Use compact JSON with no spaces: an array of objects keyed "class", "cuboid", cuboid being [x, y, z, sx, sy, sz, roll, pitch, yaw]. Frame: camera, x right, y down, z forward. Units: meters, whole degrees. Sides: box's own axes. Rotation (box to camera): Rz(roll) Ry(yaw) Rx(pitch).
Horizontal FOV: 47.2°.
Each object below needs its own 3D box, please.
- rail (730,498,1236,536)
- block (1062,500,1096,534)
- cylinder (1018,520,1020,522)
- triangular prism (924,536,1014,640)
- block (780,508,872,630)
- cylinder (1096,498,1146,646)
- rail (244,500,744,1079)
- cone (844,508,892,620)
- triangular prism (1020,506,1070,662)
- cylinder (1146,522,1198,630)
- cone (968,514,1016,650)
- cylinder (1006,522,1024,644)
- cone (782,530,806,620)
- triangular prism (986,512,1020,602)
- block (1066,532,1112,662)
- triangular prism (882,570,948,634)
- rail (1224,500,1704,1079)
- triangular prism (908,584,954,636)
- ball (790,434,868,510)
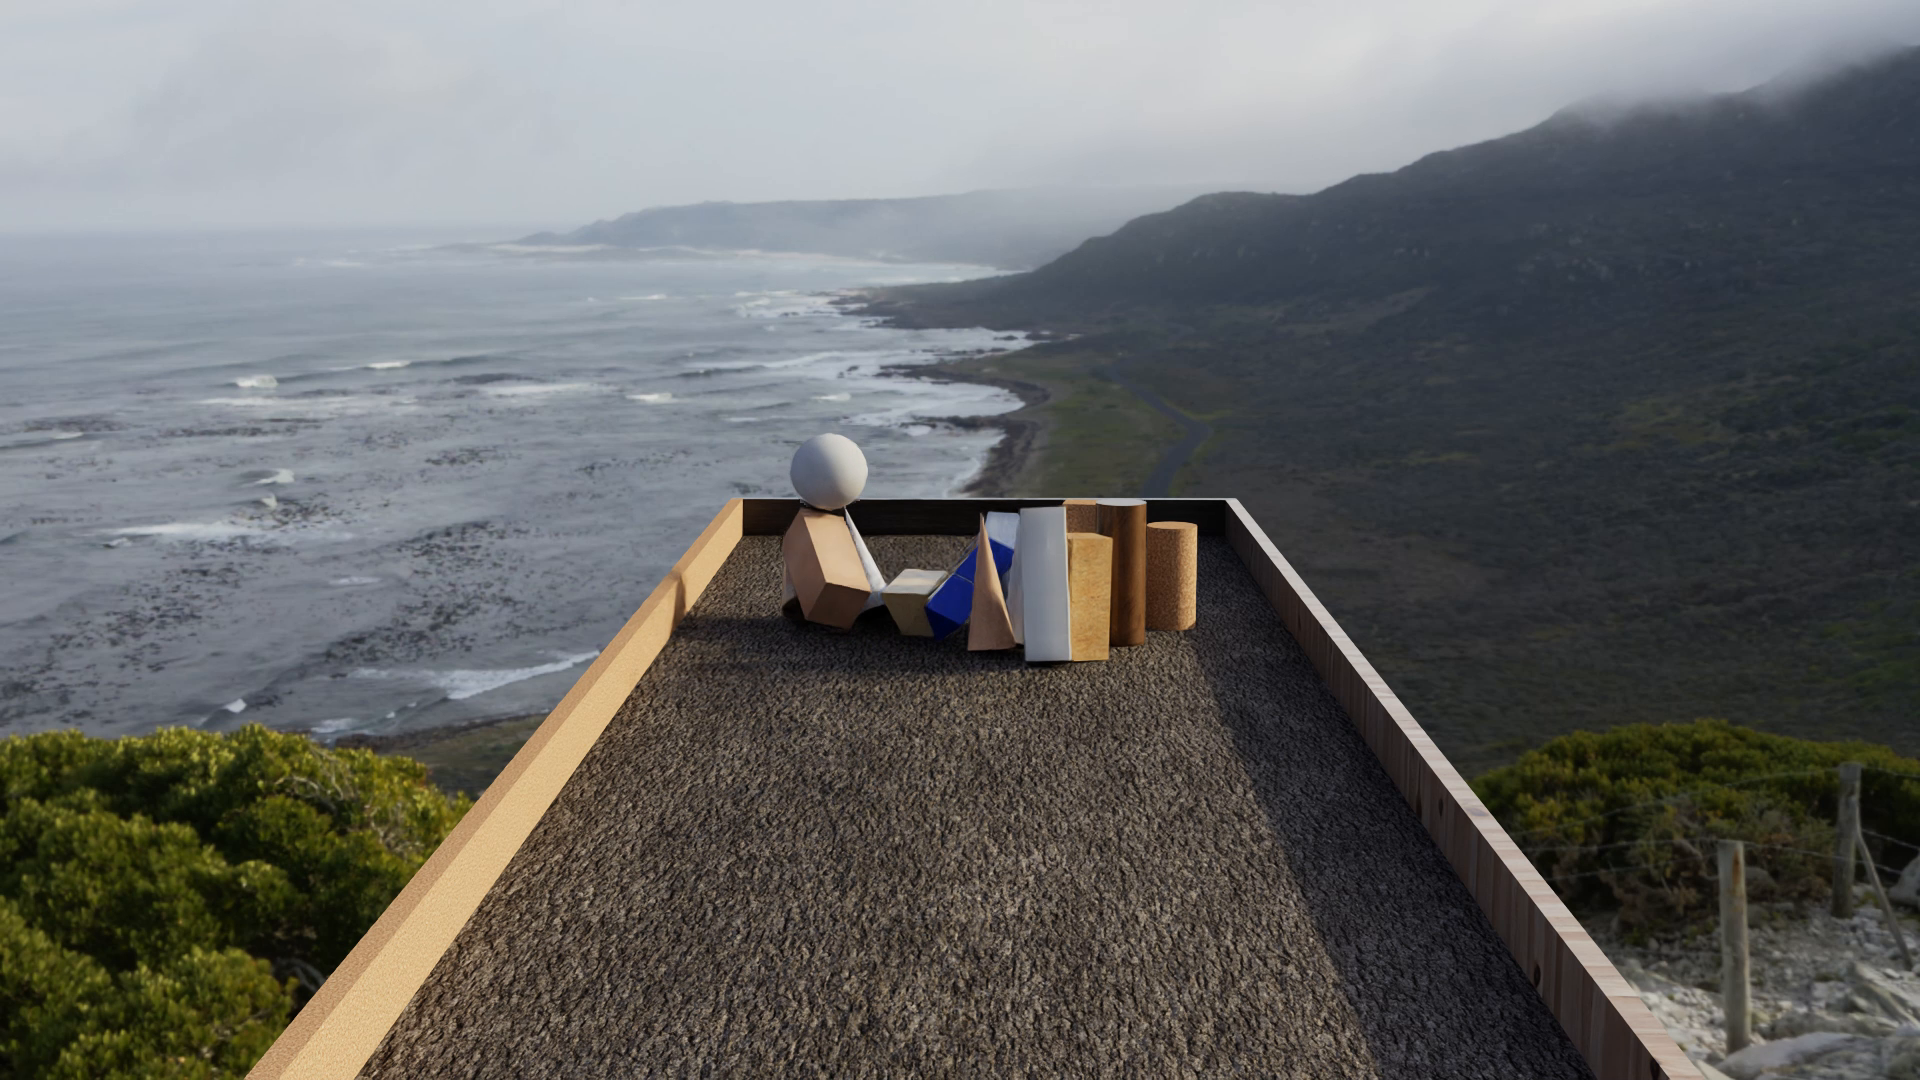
[{"class":"rail","cuboid":[0.099,-0.098,9.147,2.100,0.150,0.050,0,9,1]},{"class":"block","cuboid":[0.398,0.078,7.204,0.115,0.410,0.115,2,9,10]},{"class":"cylinder","cuboid":[0.249,0.122,7.027,0.157,0.355,0.157,4,-2,0]},{"class":"triangular prism","cuboid":[0.025,0.139,7.072,0.132,0.114,0.414,-35,10,45]},{"class":"block","cuboid":[-0.444,0.092,7.233,0.163,0.163,0.396,14,32,-28]},{"class":"cylinder","cuboid":[0.506,0.102,6.937,0.159,0.447,0.159,0,9,0]},{"class":"rail","cuboid":[-1.004,0.839,3.234,0.050,0.150,12.000,0,9,1]},{"class":"cone","cuboid":[-0.330,0.064,7.317,0.143,0.386,0.143,-16,-17,-5]},{"class":"triangular prism","cuboid":[0.268,0.134,6.660,0.139,0.459,0.121,-3,-2,12]},{"class":"cylinder","cuboid":[0.692,0.117,7.201,0.164,0.335,0.164,0,9,0]},{"class":"cone","cuboid":[0.082,0.122,6.806,0.153,0.428,0.153,-4,0,0]},{"class":"cylinder","cuboid":[0.205,0.136,6.905,0.102,0.378,0.102,8,-1,0]},{"class":"cone","cuboid":[-0.555,0.096,7.370,0.133,0.133,0.339,-2,51,-15]},{"class":"triangular prism","cuboid":[0.112,0.073,7.330,0.117,0.380,0.135,24,-40,-13]},{"class":"block","cuboid":[0.368,0.173,6.707,0.134,0.373,0.134,-2,8,-25]},{"class":"triangular prism","cuboid":[-0.168,0.172,7.296,0.132,0.152,0.447,32,12,2]},{"class":"rail","cuboid":[1.046,0.843,3.208,0.050,0.150,12.000,0,9,1]},{"class":"triangular prism","cuboid":[-0.073,0.221,7.210,0.139,0.120,0.323,2,9,10]},{"class":"ball","cuboid":[-0.436,-0.227,7.323,0.255,0.255,0.255,0,9,0]}]
